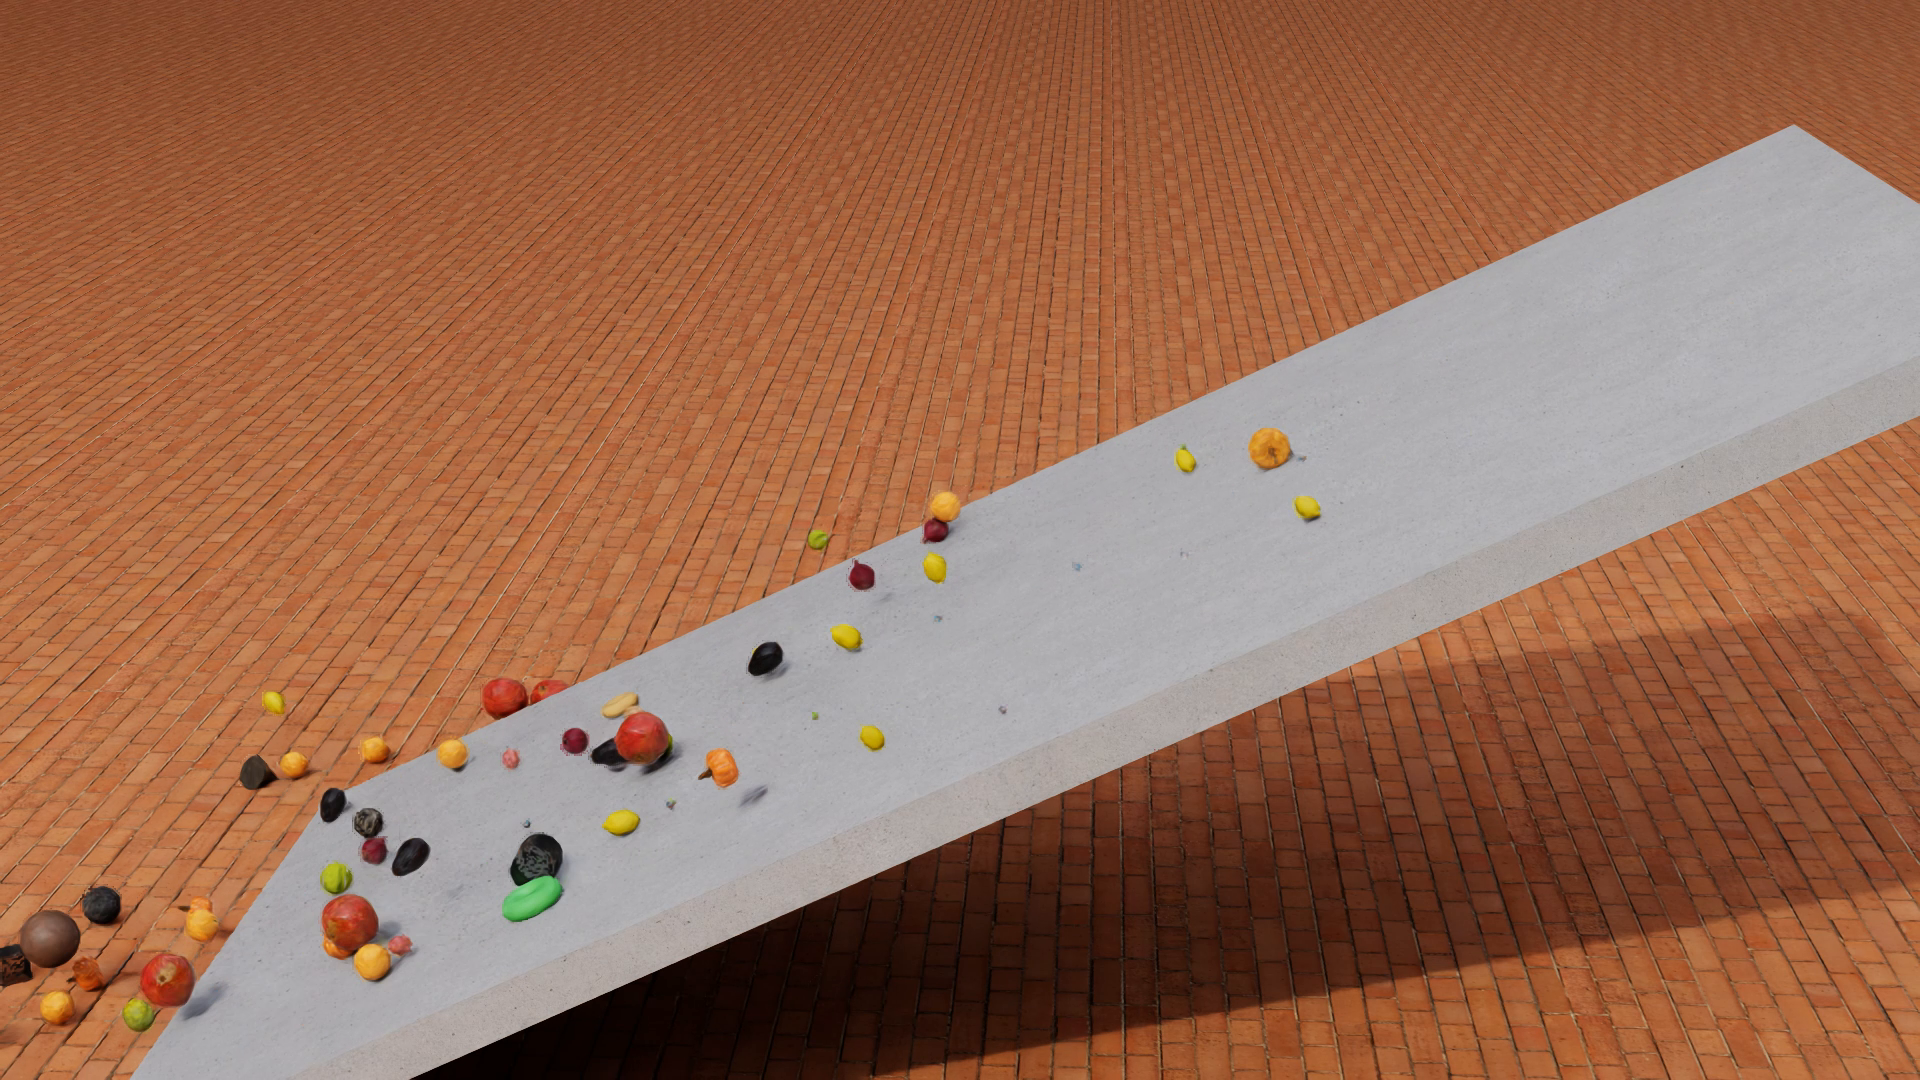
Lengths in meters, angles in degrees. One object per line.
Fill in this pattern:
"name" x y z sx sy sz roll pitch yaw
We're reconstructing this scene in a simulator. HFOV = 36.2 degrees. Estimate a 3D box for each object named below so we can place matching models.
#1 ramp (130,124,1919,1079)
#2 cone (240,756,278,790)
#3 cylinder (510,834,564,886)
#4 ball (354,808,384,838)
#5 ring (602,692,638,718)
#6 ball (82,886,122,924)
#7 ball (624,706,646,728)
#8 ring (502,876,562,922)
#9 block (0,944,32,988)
"ramp" 0.137 0.168 6.281 4.000 0.100 2.000 -25 14 9
"cone" -1.868 0.634 7.917 0.093 0.093 0.093 12 -7 36
"cylinder" -0.852 0.651 5.924 0.090 0.090 0.090 1 16 3
"ball" -1.400 0.669 6.961 0.070 0.070 0.070 0 16 0
"ring" -0.804 0.390 6.956 0.095 0.032 0.095 -25 12 6
"ball" -2.047 0.871 7.016 0.090 0.090 0.090 0 16 0
"ball" -0.745 0.405 6.747 0.050 0.050 0.050 0 16 0
"ring" -0.847 0.709 5.813 0.128 0.043 0.128 -25 15 7
"block" -2.166 0.971 6.714 0.067 0.067 0.067 -13 20 -37
